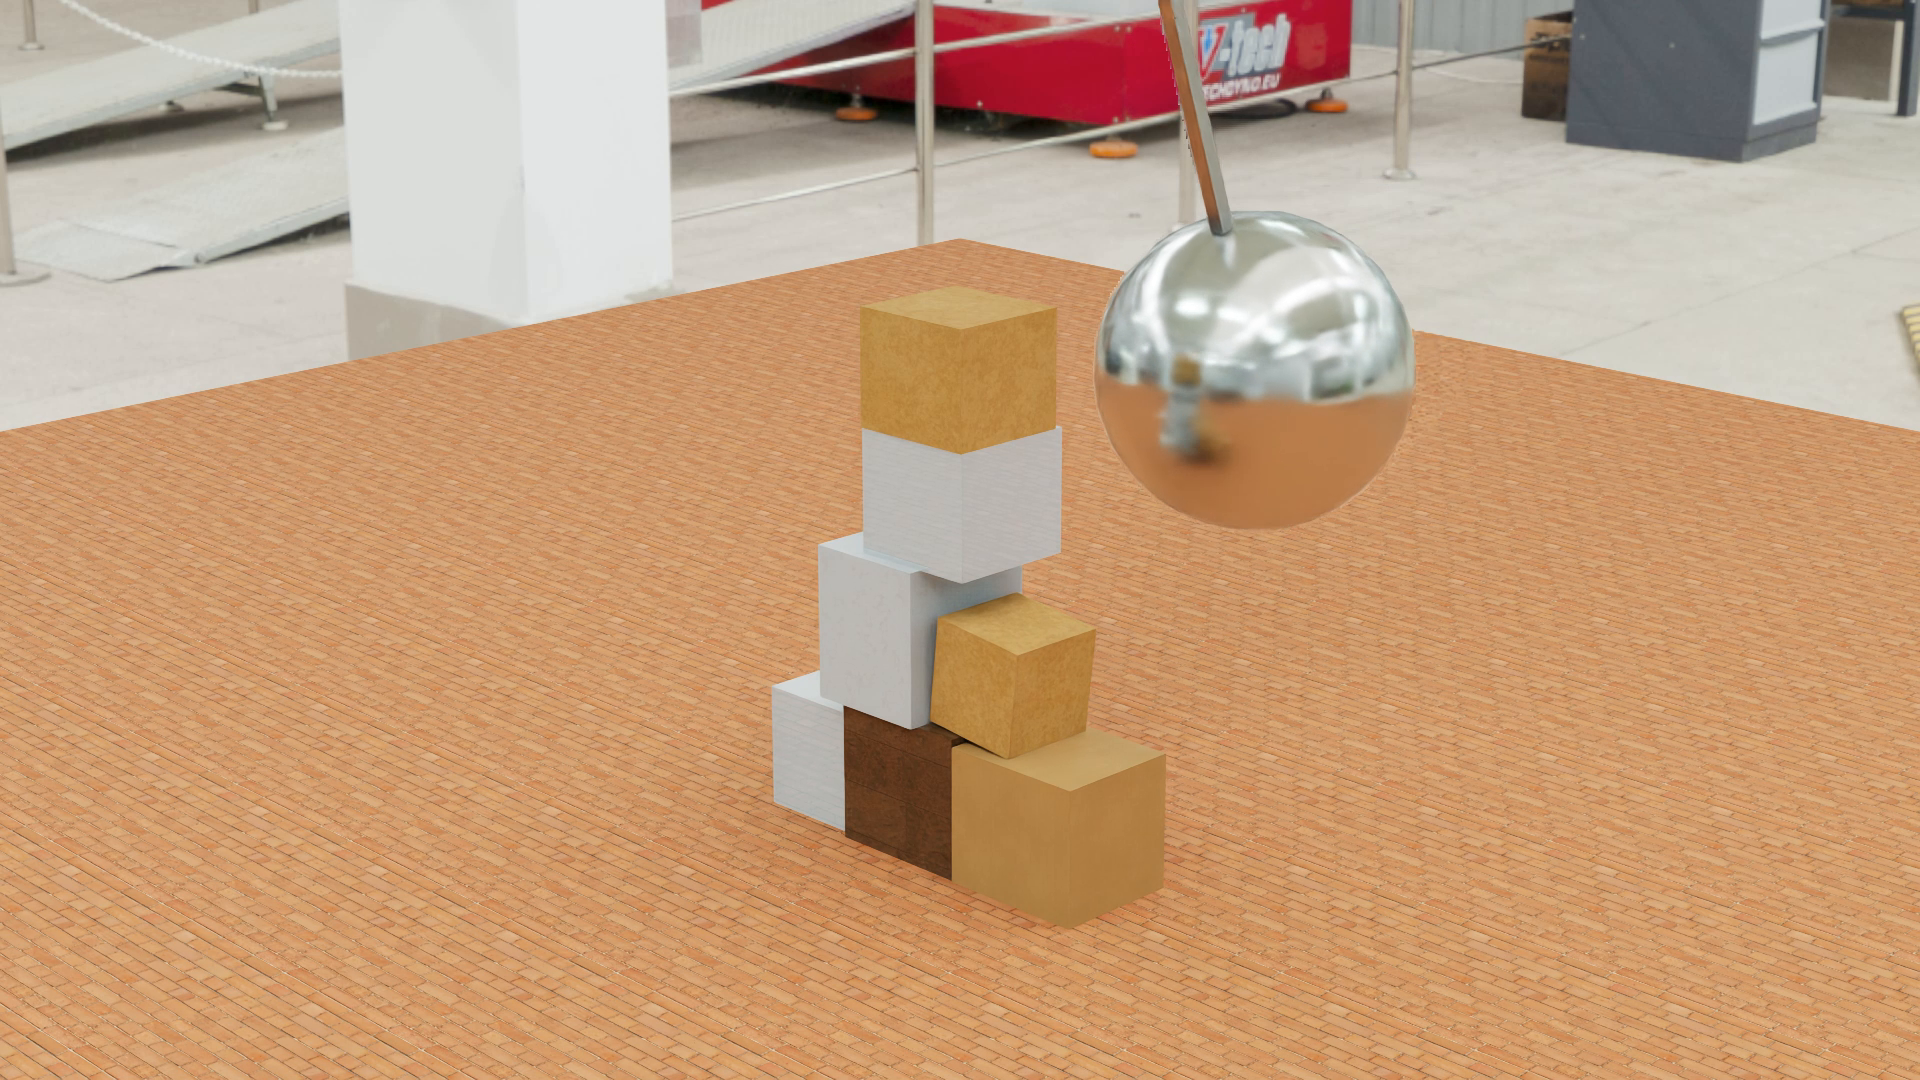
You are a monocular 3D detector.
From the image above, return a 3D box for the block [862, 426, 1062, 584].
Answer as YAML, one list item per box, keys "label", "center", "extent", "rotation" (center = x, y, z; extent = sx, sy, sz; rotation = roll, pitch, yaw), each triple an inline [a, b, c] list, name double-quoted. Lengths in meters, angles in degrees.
- label: "block"
  center: [0.010, -0.225, 13.281]
  extent: [0.639, 0.594, 0.634]
  rotation: [-17, 24, -42]

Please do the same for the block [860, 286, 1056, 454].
- label: "block"
  center: [-0.007, -0.769, 13.092]
  extent: [0.602, 0.558, 0.635]
  rotation: [-17, 24, -42]

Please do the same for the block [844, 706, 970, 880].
- label: "block"
  center: [-0.071, 1.086, 13.739]
  extent: [0.622, 0.689, 0.713]
  rotation: [-17, 24, -42]

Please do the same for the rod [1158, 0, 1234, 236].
- label: "rod"
  center: [0.636, -3.637, 12.865]
  extent: [0.080, 5.200, 0.080]
  rotation: [17, 44, 42]

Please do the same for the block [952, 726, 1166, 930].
- label: "block"
  center: [0.443, 1.257, 13.250]
  extent: [0.632, 0.656, 0.727]
  rotation: [-17, 24, -42]

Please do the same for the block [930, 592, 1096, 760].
- label: "block"
  center: [0.238, 0.609, 13.276]
  extent: [0.511, 0.512, 0.501]
  rotation: [-17, 30, -42]

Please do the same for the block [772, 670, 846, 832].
- label: "block"
  center: [-0.515, 0.989, 14.195]
  extent: [0.559, 0.602, 0.550]
  rotation: [-17, 24, -42]

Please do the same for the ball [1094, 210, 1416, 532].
- label: "ball"
  center: [1.467, -0.843, 14.614]
  extent: [1.600, 1.600, 1.600]
  rotation: [0, 17, 0]

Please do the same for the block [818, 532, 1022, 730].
- label: "block"
  center: [-0.182, 0.364, 13.644]
  extent: [0.727, 0.746, 0.609]
  rotation: [-17, 24, -42]
